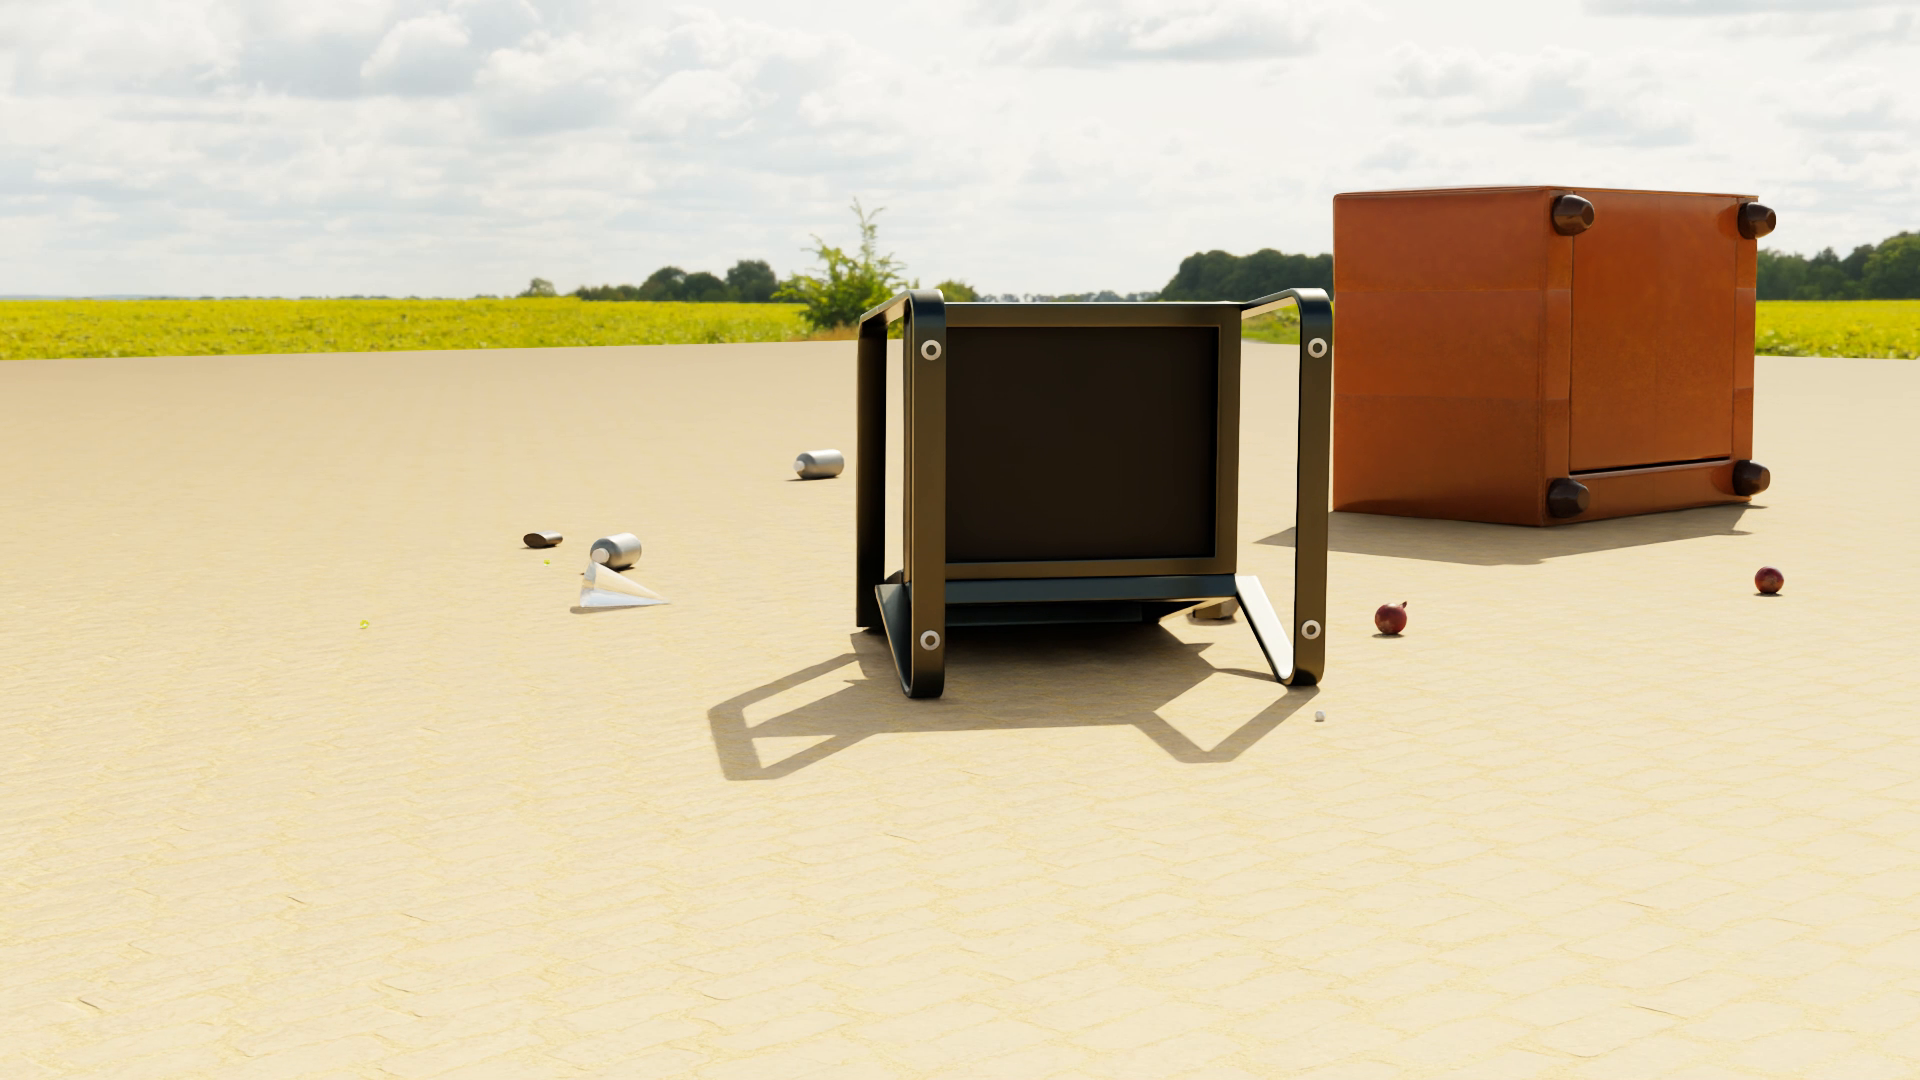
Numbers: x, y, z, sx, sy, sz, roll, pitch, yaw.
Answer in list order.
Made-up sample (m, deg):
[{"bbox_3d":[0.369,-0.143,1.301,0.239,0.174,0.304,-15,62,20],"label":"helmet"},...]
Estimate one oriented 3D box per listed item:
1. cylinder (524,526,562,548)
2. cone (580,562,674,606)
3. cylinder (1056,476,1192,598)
[{"bbox_3d":[-1.016,-0.002,6.255,0.069,0.036,0.070,12,28,16],"label":"cylinder"},{"bbox_3d":[-0.657,0.108,5.141,0.182,0.094,0.111,14,-11,-21],"label":"cone"},{"bbox_3d":[0.340,-0.008,5.338,0.283,0.237,0.175,1,6,11],"label":"cylinder"}]
